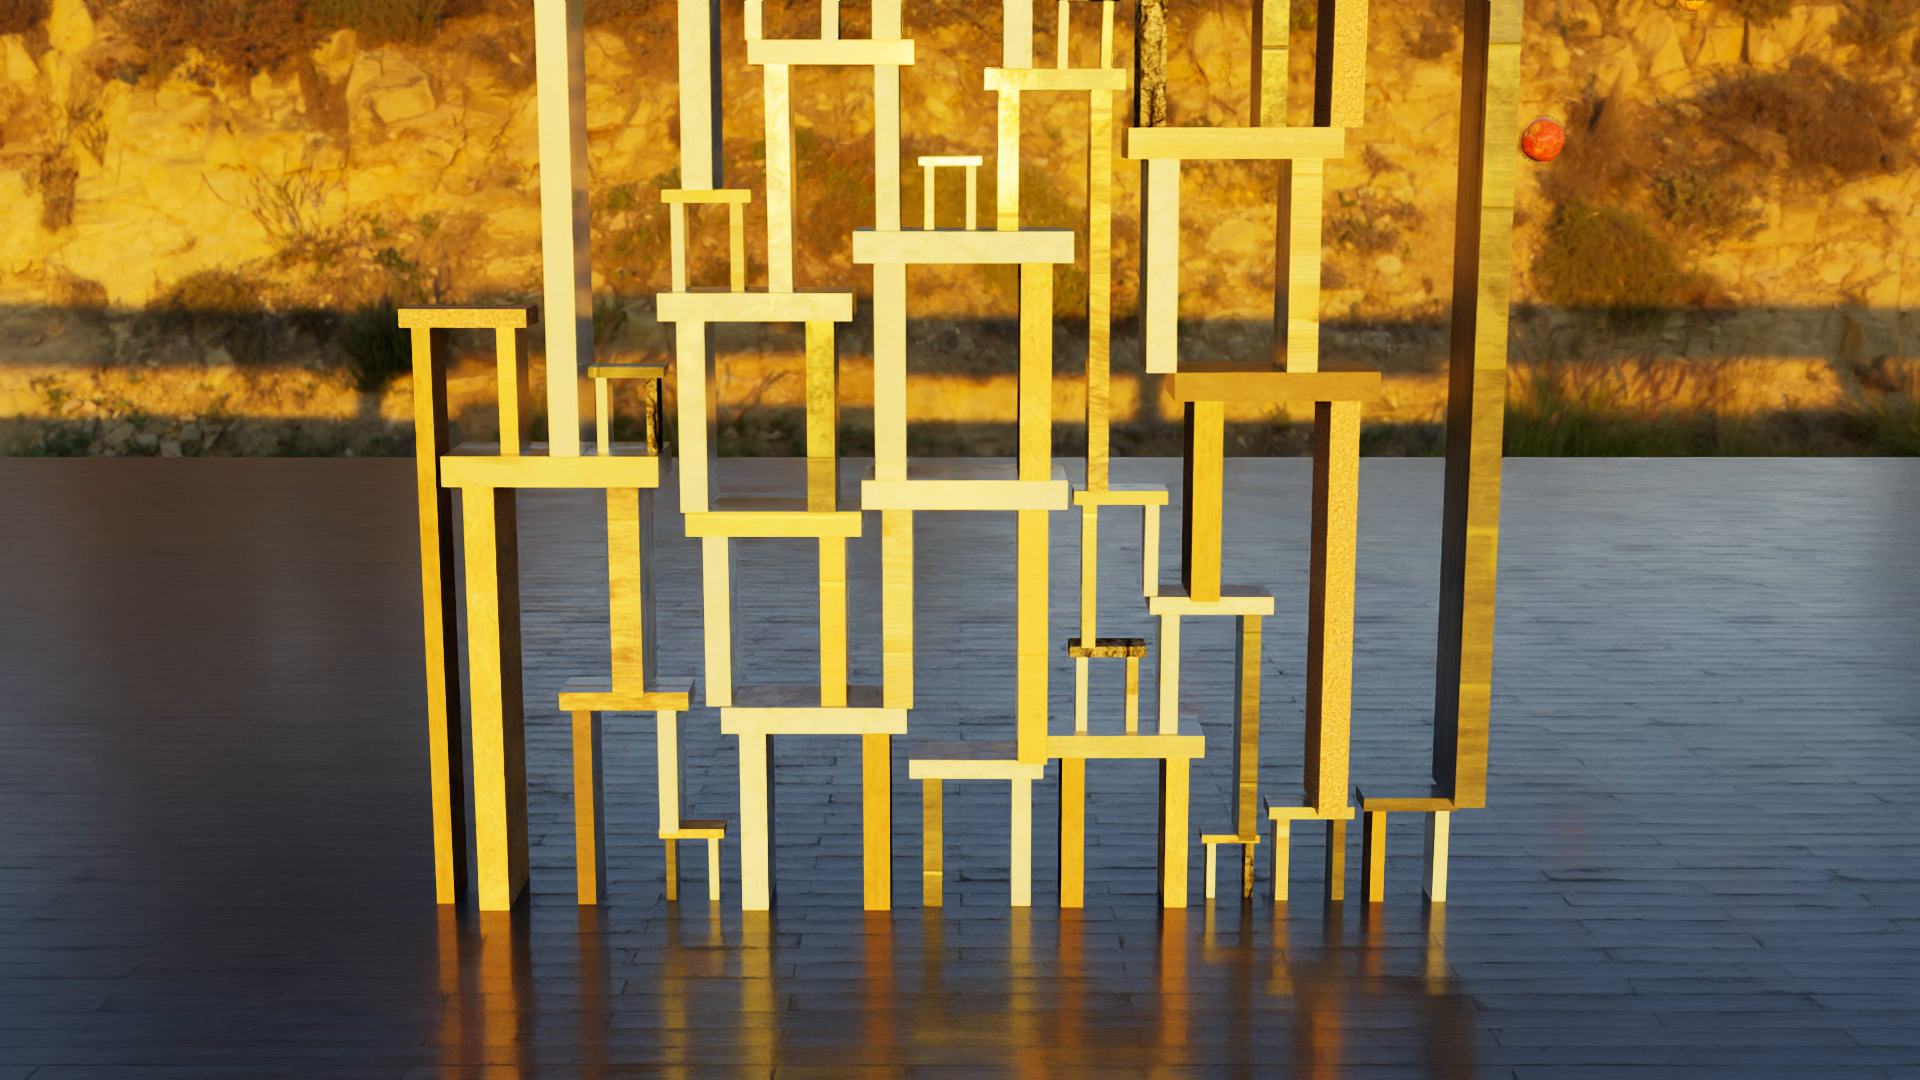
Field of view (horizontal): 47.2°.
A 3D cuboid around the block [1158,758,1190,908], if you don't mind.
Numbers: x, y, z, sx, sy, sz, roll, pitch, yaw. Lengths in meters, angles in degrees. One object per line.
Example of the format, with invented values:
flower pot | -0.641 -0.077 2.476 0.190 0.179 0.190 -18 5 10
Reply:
block | 0.353 0.466 3.644 0.036 0.254 0.127 0 11 0

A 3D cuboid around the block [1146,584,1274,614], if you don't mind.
block | 0.404 0.097 3.577 0.198 0.028 0.099 0 11 0

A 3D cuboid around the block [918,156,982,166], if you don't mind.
block | -0.015 -0.594 3.451 0.098 0.014 0.049 0 9 0

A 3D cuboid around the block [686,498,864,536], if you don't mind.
block | -0.296 -0.038 3.555 0.278 0.039 0.139 0 11 0

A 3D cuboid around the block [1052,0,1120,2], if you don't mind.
block | 0.194 -0.841 3.401 0.104 0.015 0.052 0 11 4

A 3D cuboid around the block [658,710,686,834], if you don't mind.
block | -0.475 0.368 3.629 0.029 0.208 0.104 0 10 0

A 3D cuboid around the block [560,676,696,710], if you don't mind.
block | -0.544 0.252 3.607 0.208 0.029 0.104 0 11 0

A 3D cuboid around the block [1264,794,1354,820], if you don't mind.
block | 0.578 0.442 3.646 0.139 0.020 0.070 0 11 0

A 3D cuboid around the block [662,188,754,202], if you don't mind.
block | -0.396 -0.542 3.462 0.139 0.020 0.069 0 11 0

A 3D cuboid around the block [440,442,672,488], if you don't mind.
block | -0.646 -0.123 3.542 0.341 0.048 0.171 0 11 0

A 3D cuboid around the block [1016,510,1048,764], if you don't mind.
block | 0.117 0.142 3.584 0.046 0.416 0.162 0 11 0

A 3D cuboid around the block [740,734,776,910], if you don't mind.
block | -0.334 0.444 3.637 0.042 0.298 0.149 0 11 0

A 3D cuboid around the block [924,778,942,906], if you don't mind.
block | -0.044 0.484 3.645 0.031 0.217 0.108 0 11 0

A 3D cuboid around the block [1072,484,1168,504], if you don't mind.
block | 0.257 -0.074 3.542 0.149 0.021 0.075 0 11 0

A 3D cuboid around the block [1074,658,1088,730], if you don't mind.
block | 0.198 0.245 3.602 0.017 0.123 0.062 0 11 0

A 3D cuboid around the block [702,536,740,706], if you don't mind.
block | -0.389 0.118 3.584 0.039 0.278 0.139 0 11 0

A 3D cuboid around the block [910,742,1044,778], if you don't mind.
block | 0.027 0.363 3.621 0.217 0.031 0.108 0 11 0

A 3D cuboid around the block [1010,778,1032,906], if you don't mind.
block | 0.100 0.484 3.645 0.031 0.217 0.108 0 11 0

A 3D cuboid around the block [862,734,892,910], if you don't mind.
block | -0.136 0.444 3.638 0.042 0.298 0.149 0 11 0

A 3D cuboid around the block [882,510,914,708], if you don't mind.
block | -0.099 0.096 3.578 0.046 0.324 0.162 0 11 0

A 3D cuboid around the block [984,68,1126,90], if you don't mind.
block | 0.146 -0.715 3.419 0.215 0.030 0.108 0 11 0

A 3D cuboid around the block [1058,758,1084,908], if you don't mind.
block | 0.184 0.466 3.644 0.036 0.254 0.127 0 11 0

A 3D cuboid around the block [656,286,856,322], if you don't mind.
block | -0.319 -0.375 3.492 0.302 0.043 0.151 0 11 0

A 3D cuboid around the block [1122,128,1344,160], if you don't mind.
block | 0.422 -0.621 3.439 0.329 0.047 0.164 0 11 0

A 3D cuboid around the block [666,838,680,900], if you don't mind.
block | -0.477 0.538 3.656 0.015 0.106 0.053 0 11 0

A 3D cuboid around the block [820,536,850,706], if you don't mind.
block | -0.203 0.118 3.584 0.039 0.278 0.139 0 11 0

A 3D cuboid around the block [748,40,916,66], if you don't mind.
block | -0.197 -0.756 3.417 0.253 0.036 0.126 0 11 0

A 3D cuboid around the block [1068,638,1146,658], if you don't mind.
block | 0.239 0.176 3.590 0.123 0.017 0.062 0 11 0

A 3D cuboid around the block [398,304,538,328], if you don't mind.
block | -0.780 -0.356 3.496 0.200 0.028 0.100 0 11 0

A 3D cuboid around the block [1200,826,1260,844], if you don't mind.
block | 0.447 0.490 3.655 0.094 0.013 0.047 0 11 0

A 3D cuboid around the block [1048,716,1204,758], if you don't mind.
block | 0.268 0.323 3.618 0.254 0.036 0.127 0 11 0

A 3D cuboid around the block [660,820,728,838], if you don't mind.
block | -0.442 0.479 3.645 0.106 0.015 0.053 0 10 0

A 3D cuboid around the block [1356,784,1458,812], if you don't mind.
block | 0.740 0.427 3.640 0.155 0.022 0.077 0 11 0

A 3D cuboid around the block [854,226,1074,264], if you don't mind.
block | 0.005 -0.466 3.472 0.340 0.048 0.170 0 11 0

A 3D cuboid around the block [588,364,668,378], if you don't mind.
block | -0.529 -0.270 3.508 0.119 0.017 0.059 0 11 0

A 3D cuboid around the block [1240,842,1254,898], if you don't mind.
block | 0.479 0.543 3.665 0.013 0.095 0.047 0 11 0

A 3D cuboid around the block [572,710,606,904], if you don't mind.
block | -0.613 0.428 3.640 0.029 0.329 0.104 0 11 0

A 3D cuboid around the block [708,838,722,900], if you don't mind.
block | -0.406 0.538 3.656 0.015 0.106 0.053 0 11 0

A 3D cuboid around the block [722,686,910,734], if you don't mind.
block | -0.234 0.277 3.607 0.298 0.042 0.149 0 11 0

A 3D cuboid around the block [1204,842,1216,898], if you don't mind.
block | 0.416 0.543 3.665 0.013 0.095 0.047 0 11 0

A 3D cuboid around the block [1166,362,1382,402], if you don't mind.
block | 0.496 -0.254 3.509 0.320 0.045 0.160 0 11 0

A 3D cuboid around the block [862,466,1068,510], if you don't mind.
block | 0.008 -0.085 3.543 0.324 0.046 0.162 0 11 0
